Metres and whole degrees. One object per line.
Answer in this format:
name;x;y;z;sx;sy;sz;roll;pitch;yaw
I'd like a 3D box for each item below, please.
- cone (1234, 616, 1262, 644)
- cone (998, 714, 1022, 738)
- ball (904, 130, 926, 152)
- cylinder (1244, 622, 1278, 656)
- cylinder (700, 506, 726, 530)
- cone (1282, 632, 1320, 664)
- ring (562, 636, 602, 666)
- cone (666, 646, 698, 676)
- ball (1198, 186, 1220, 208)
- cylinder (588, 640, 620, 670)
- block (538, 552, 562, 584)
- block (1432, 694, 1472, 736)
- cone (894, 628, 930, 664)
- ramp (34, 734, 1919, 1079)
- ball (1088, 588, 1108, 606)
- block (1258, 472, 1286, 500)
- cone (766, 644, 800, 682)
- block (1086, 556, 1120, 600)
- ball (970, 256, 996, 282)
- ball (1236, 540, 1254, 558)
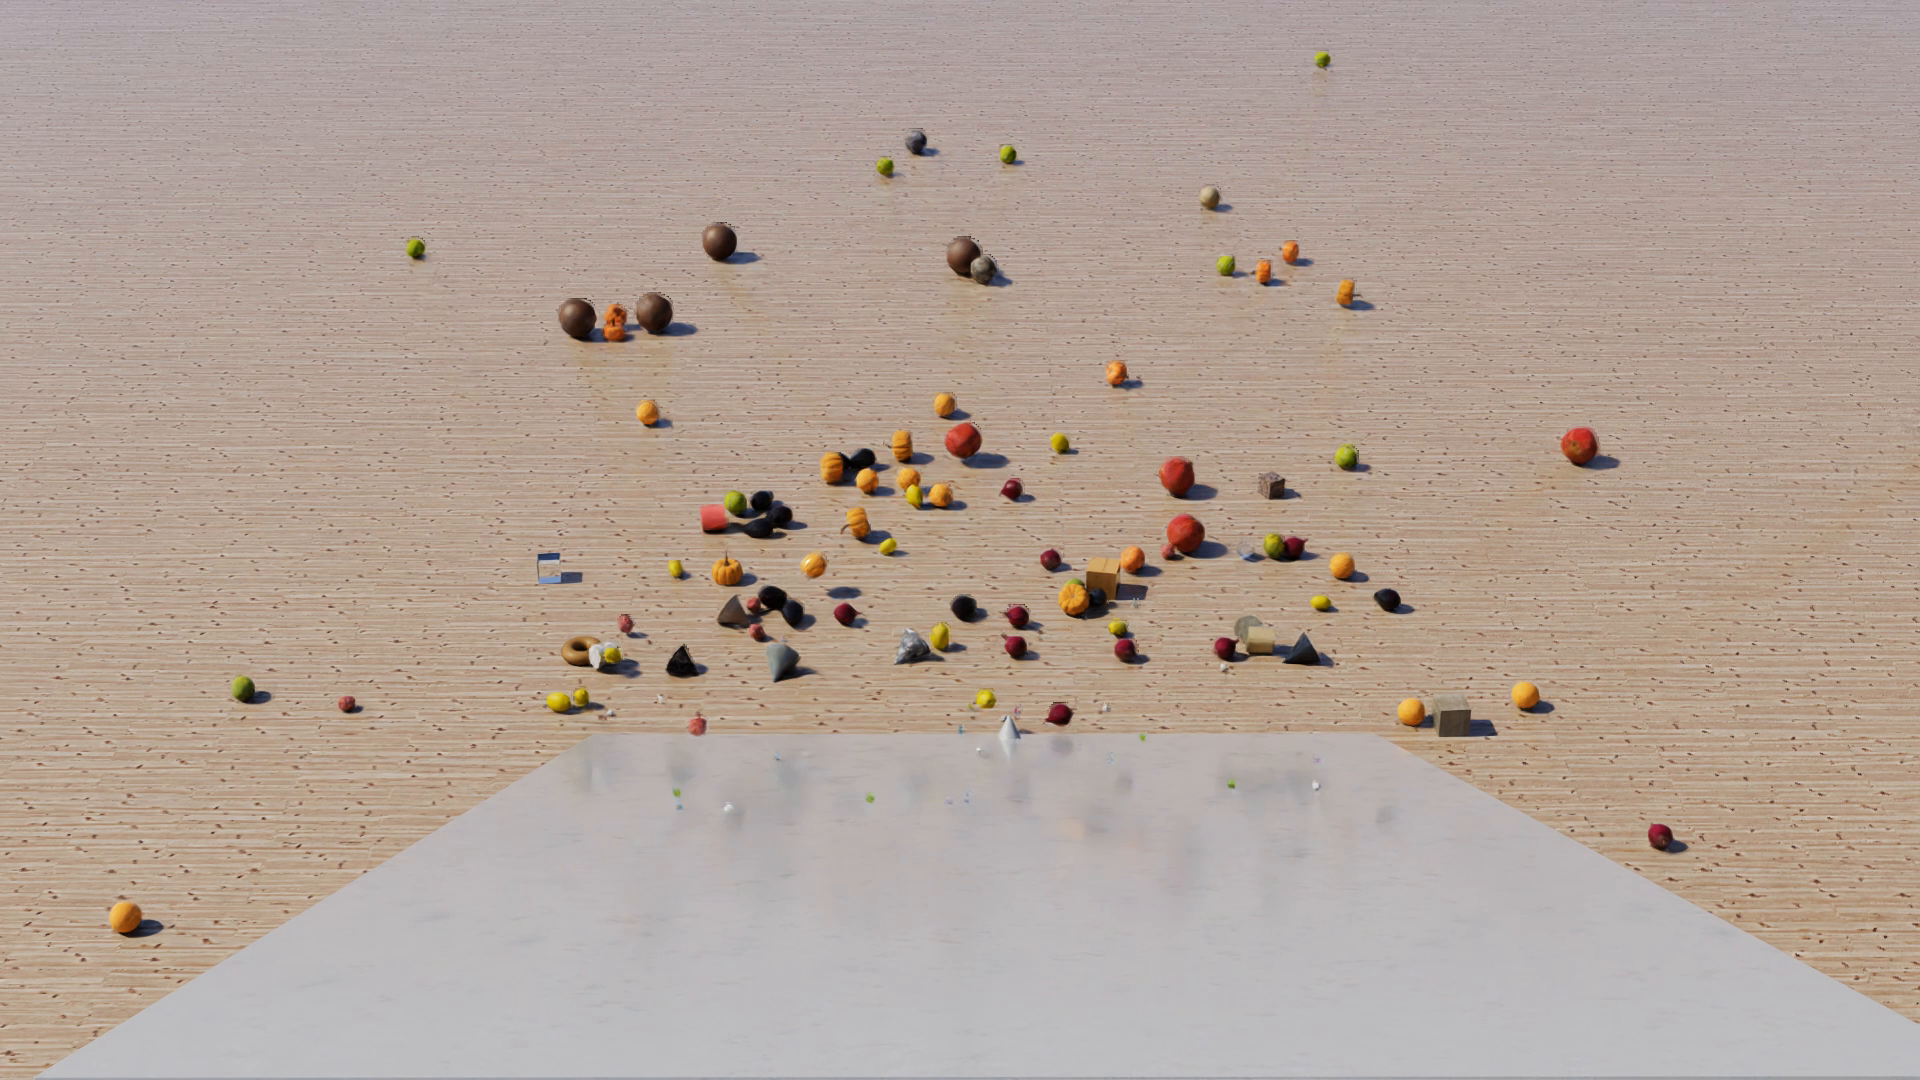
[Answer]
cone;0.800;0.248;7.222;0.082;0.082;0.082;-2;2;-3
cone;0.124;0.467;6.511;0.060;0.060;0.060;0;1;0
ball;-0.185;-1.654;10.727;0.092;0.092;0.092;0;28;0
cylinder;0.831;0.275;7.135;0.072;0.072;0.072;28;34;8
cylinder;-0.742;-0.064;7.773;0.069;0.069;0.069;-5;28;-9
cone;0.925;0.315;7.092;0.092;0.092;0.092;-30;31;1
ring;-1.039;0.304;7.115;0.117;0.039;0.117;1;30;-1
cone;-0.744;0.346;7.037;0.084;0.084;0.084;35;36;6
ball;0.981;-1.346;10.158;0.085;0.085;0.085;0;28;0
cylinder;-0.973;0.314;7.061;0.062;0.062;0.062;-22;35;-33
block;-1.192;0.082;7.505;0.064;0.064;0.064;-3;28;-5
block;1.289;0.459;6.780;0.081;0.081;0.081;-2;28;-4
cone;-0.150;0.310;7.099;0.097;0.097;0.097;27;65;40
ramp;0.063;0.569;4.609;2.000;0.100;4.000;0;1;0
ball;0.394;0.164;7.362;0.054;0.054;0.054;0;28;0
block;0.961;-0.168;7.980;0.058;0.058;0.058;-17;32;-28
cone;-0.494;0.350;7.026;0.096;0.096;0.096;7;56;13
block;0.412;0.111;7.427;0.087;0.087;0.087;5;29;10
ball;0.085;-0.994;9.487;0.095;0.095;0.095;0;28;0
ball;0.839;0.028;7.617;0.054;0.054;0.054;0;28;0
